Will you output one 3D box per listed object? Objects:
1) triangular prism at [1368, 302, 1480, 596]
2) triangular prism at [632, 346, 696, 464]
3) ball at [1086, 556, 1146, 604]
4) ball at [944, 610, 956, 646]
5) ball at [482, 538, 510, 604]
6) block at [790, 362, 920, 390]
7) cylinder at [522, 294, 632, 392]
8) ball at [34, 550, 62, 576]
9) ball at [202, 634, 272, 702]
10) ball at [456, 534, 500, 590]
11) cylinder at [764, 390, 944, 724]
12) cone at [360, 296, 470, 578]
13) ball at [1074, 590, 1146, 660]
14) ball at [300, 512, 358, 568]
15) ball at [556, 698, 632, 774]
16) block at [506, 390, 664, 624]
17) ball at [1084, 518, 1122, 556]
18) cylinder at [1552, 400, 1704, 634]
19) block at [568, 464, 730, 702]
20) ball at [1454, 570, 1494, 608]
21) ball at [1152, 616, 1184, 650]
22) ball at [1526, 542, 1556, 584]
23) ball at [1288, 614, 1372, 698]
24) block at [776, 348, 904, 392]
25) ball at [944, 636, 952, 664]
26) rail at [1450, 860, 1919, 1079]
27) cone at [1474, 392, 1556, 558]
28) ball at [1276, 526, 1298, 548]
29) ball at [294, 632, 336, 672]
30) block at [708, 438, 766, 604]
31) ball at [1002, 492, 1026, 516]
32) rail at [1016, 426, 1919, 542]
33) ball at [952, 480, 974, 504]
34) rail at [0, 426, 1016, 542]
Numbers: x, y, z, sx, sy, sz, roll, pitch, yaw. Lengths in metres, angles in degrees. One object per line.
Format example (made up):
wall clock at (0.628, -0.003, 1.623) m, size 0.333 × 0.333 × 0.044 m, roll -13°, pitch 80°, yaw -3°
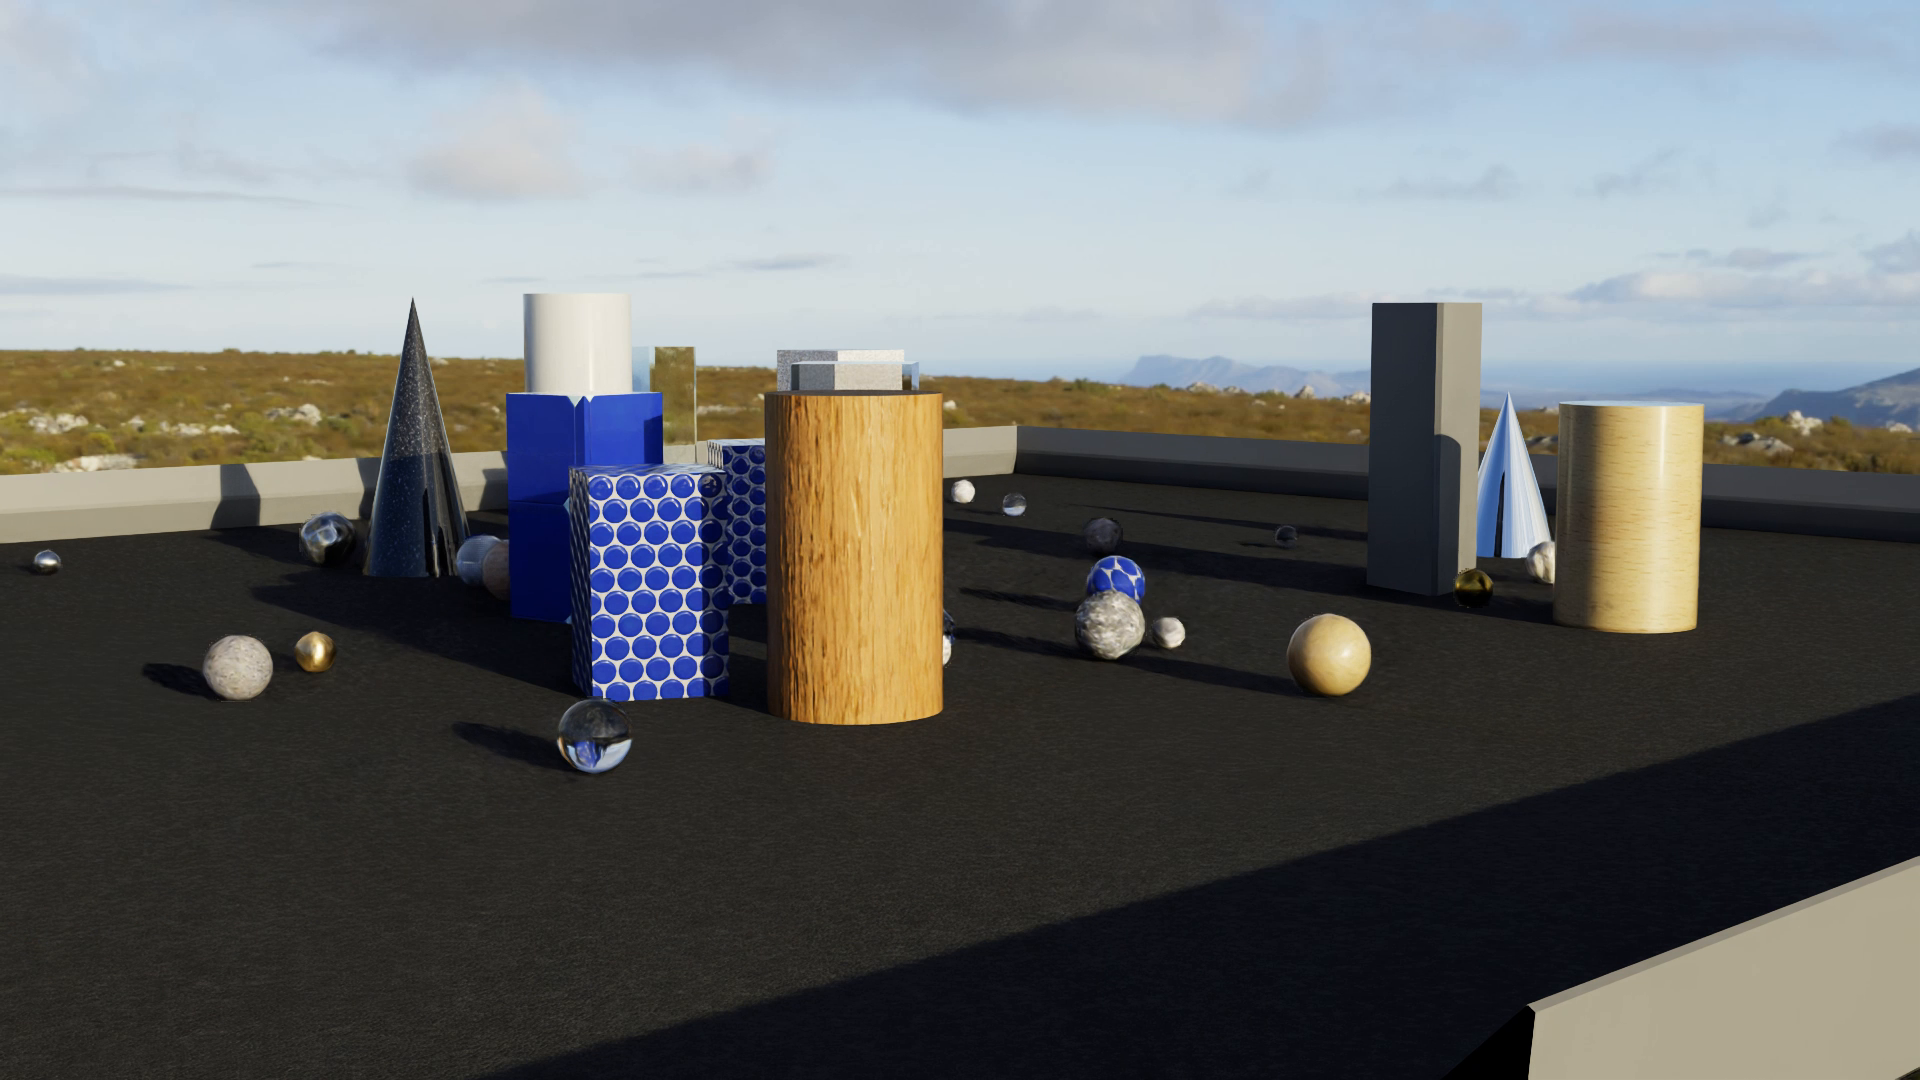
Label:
triangular prism at (0.727, -0.151, 3.527) m, size 0.148 × 0.457 × 0.171 m, roll 4°, pitch 7°, yaw 34°
triangular prism at (-0.640, -0.219, 4.594) m, size 0.171 × 0.371 × 0.148 m, roll -1°, pitch 6°, yaw -10°
ball at (0.229, 0.066, 3.222) m, size 0.087 × 0.087 × 0.087 m, roll 0°, pitch 6°, yaw 0°
ball at (-0.038, 0.118, 2.835) m, size 0.065 × 0.065 × 0.065 m, roll 0°, pitch 6°, yaw 0°
ball at (-0.661, 0.046, 3.274) m, size 0.099 × 0.099 × 0.099 m, roll 0°, pitch 6°, yaw 0°
block at (-0.138, -0.050, 2.951) m, size 0.158 × 0.375 × 0.158 m, roll 0°, pitch 6°, yaw 2°
cylinder at (-0.705, -0.217, 4.072) m, size 0.198 × 0.475 × 0.198 m, roll 0°, pitch 6°, yaw 0°
ball at (-1.537, 0.038, 3.705) m, size 0.043 × 0.043 × 0.043 m, roll 0°, pitch 6°, yaw 0°
ball at (-0.825, 0.146, 2.513) m, size 0.076 × 0.076 × 0.076 m, roll 0°, pitch 6°, yaw 0°
ball at (-0.762, 0.035, 3.521) m, size 0.088 × 0.088 × 0.088 m, roll 0°, pitch 6°, yaw 0°
cylinder at (-0.118, 0.013, 2.452) m, size 0.198 × 0.354 × 0.198 m, roll 0°, pitch 6°, yaw 0°
cone at (-0.928, -0.182, 3.752) m, size 0.198 × 0.471 × 0.198 m, roll 0°, pitch 6°, yaw 0°
ball at (0.190, 0.109, 2.802) m, size 0.090 × 0.090 × 0.090 m, roll 0°, pitch 6°, yaw 0°
ball at (-1.098, -0.001, 3.825) m, size 0.096 × 0.096 × 0.096 m, roll 0°, pitch 6°, yaw 0°
ball at (-0.353, 0.189, 2.123) m, size 0.072 × 0.072 × 0.072 m, roll 0°, pitch 6°, yaw 0°
block at (-0.544, -0.051, 3.206) m, size 0.158 × 0.325 × 0.158 m, roll 4°, pitch 7°, yaw 36°
ball at (0.260, -0.006, 4.011) m, size 0.068 × 0.068 × 0.068 m, roll 0°, pitch 6°, yaw 0°
cylinder at (0.949, -0.037, 3.126) m, size 0.198 × 0.314 × 0.198 m, roll 0°, pitch 6°, yaw 0°
block at (-0.368, 0.046, 2.592) m, size 0.158 × 0.260 × 0.158 m, roll -2°, pitch 6°, yaw -18°
ball at (0.773, 0.073, 3.309) m, size 0.057 × 0.057 × 0.057 m, roll 0°, pitch 6°, yaw 0°
ball at (0.274, 0.122, 2.897) m, size 0.044 × 0.044 × 0.044 m, roll 0°, pitch 6°, yaw 0°
ball at (0.959, 0.037, 3.586) m, size 0.071 × 0.071 × 0.071 m, roll 0°, pitch 6°, yaw 0°
ball at (0.426, 0.133, 2.538) m, size 0.096 × 0.096 × 0.096 m, roll 0°, pitch 6°, yaw 0°
block at (-0.210, -0.148, 3.890) m, size 0.158 × 0.376 × 0.158 m, roll 6°, pitch 8°, yaw 44°
ball at (-0.036, 0.137, 2.730) m, size 0.050 × 0.050 × 0.050 m, roll 0°, pitch 6°, yaw 0°
rail at (1.270, 0.176, 1.963) m, size 3.924 × 0.128 × 0.045 m, roll -5°, pitch 8°, yaw -42°
cone at (1.007, -0.127, 4.054) m, size 0.198 × 0.299 × 0.198 m, roll 0°, pitch 6°, yaw 0°
ball at (0.613, -0.005, 4.125) m, size 0.043 × 0.043 × 0.043 m, roll 0°, pitch 6°, yaw 0°
ball at (-0.794, 0.139, 2.711) m, size 0.050 × 0.050 × 0.050 m, roll 0°, pitch 6°, yaw 0°
block at (-0.302, -0.032, 3.424) m, size 0.158 × 0.242 × 0.158 m, roll -2°, pitch 6°, yaw -15°
ball at (0.118, -0.076, 4.757) m, size 0.052 × 0.052 × 0.052 m, roll 0°, pitch 6°, yaw 0°
rail at (1.425, -0.103, 4.639) m, size 0.045 × 0.128 × 3.792 m, roll -5°, pitch 8°, yaw -42°
ball at (0.007, -0.111, 5.086) m, size 0.054 × 0.054 × 0.054 m, roll 0°, pitch 6°, yaw 0°
rail at (-1.270, -0.109, 4.700) m, size 3.924 × 0.128 × 0.045 m, roll -5°, pitch 8°, yaw -42°
